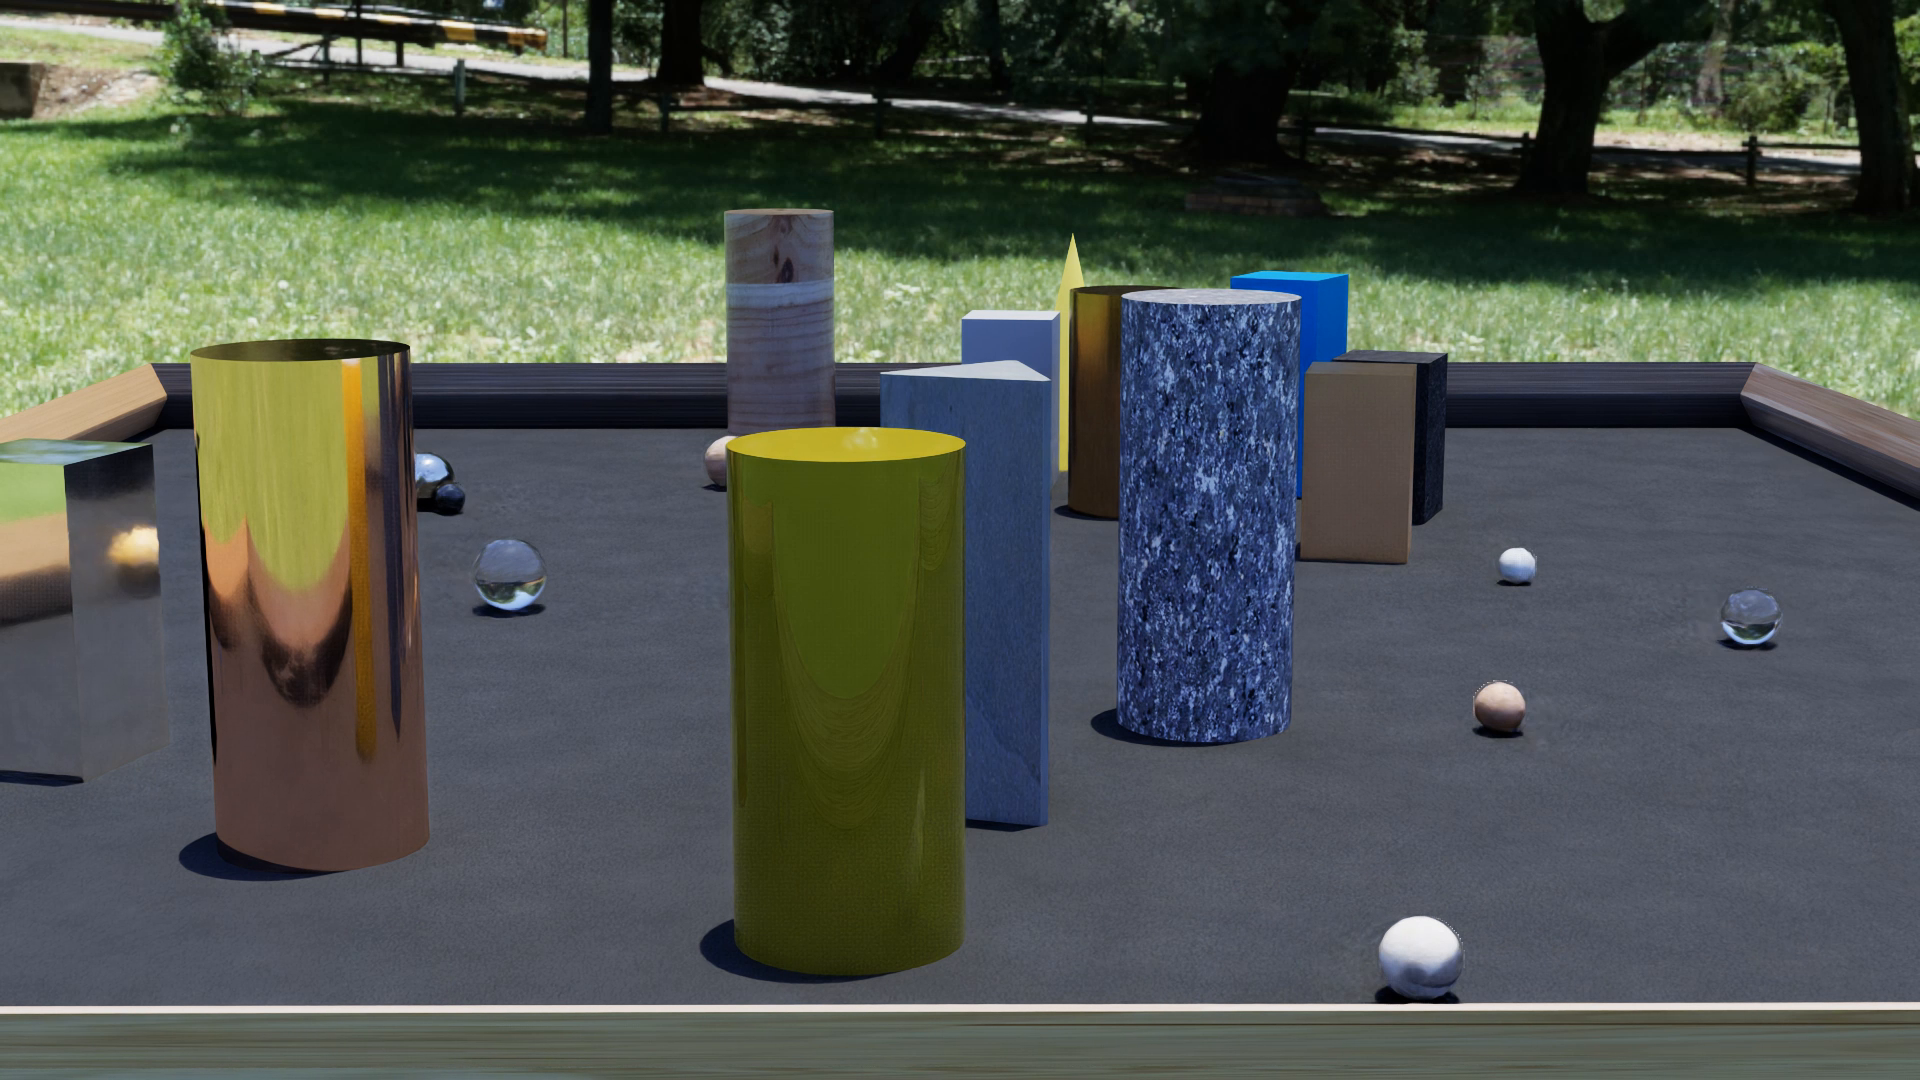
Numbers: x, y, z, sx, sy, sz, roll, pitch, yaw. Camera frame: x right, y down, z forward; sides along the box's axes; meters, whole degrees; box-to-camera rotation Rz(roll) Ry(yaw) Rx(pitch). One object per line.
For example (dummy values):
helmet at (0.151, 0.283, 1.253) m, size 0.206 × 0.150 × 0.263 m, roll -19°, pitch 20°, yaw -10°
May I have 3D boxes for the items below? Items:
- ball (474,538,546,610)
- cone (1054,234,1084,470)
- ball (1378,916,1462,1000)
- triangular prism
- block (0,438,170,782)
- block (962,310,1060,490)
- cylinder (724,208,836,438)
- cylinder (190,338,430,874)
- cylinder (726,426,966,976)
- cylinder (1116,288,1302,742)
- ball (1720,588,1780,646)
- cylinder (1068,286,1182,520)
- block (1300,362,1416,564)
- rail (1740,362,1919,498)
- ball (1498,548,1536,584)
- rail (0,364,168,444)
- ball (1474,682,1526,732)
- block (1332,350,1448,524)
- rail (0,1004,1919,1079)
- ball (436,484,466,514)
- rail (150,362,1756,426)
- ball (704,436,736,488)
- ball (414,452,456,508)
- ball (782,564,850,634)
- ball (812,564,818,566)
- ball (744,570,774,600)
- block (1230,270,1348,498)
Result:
ball at (-0.608, 0.046, 3.465) m, size 0.098 × 0.098 × 0.098 m, roll 0°, pitch 11°, yaw 0°
cone at (0.206, -0.351, 4.714) m, size 0.196 × 0.424 × 0.196 m, roll 0°, pitch 11°, yaw 0°
ball at (0.363, 0.330, 2.022) m, size 0.066 × 0.066 × 0.066 m, roll 0°, pitch 11°, yaw 0°
triangular prism at (0.028, 0.046, 2.544) m, size 0.170 × 0.434 × 0.147 m, roll 4°, pitch 11°, yaw 20°
block at (-0.954, 0.070, 2.700) m, size 0.157 × 0.330 × 0.157 m, roll 3°, pitch 11°, yaw 16°
block at (0.090, -0.249, 4.515) m, size 0.157 × 0.295 × 0.157 m, roll 1°, pitch 11°, yaw 7°
cylinder at (-0.323, -0.357, 4.623) m, size 0.196 × 0.467 × 0.196 m, roll 0°, pitch 11°, yaw 0°
cylinder at (-0.603, 0.056, 2.393) m, size 0.196 × 0.469 × 0.196 m, roll 0°, pitch 11°, yaw 0°
cylinder at (-0.093, 0.128, 2.136) m, size 0.196 × 0.421 × 0.196 m, roll 0°, pitch 11°, yaw 0°
cylinder at (0.274, -0.032, 2.846) m, size 0.196 × 0.476 × 0.196 m, roll 0°, pitch 11°, yaw 0°
ball at (1.004, 0.097, 3.258) m, size 0.073 × 0.073 × 0.073 m, roll 0°, pitch 11°, yaw 0°
cylinder at (0.277, -0.229, 4.222) m, size 0.196 × 0.363 × 0.196 m, roll 0°, pitch 11°, yaw 0°
block at (0.600, -0.119, 3.857) m, size 0.157 × 0.279 × 0.157 m, roll 2°, pitch 11°, yaw 12°
rail at (1.613, 0.031, 3.458) m, size 0.045 × 0.127 × 3.631 m, roll 0°, pitch 11°, yaw 0°
ball at (0.791, 0.037, 3.643) m, size 0.051 × 0.051 × 0.051 m, roll 0°, pitch 11°, yaw 0°
rail at (-1.613, 0.034, 3.440) m, size 0.045 × 0.127 × 3.631 m, roll 0°, pitch 11°, yaw 0°
ball at (0.596, 0.185, 2.832) m, size 0.055 × 0.055 × 0.055 m, roll 0°, pitch 11°, yaw 0°
block at (0.699, -0.171, 4.191) m, size 0.157 × 0.260 × 0.157 m, roll 4°, pitch 11°, yaw 21°
rail at (0.010, 0.359, 1.687) m, size 3.273 × 0.127 × 0.045 m, roll 0°, pitch 11°, yaw 0°
ball at (-0.837, -0.068, 4.217) m, size 0.048 × 0.048 × 0.048 m, roll 0°, pitch 11°, yaw 0°
rail at (-0.010, -0.294, 5.211) m, size 3.273 × 0.127 × 0.045 m, roll 0°, pitch 11°, yaw 0°
ball at (-0.400, -0.136, 4.469) m, size 0.089 × 0.089 × 0.089 m, roll 0°, pitch 11°, yaw 0°
ball at (-0.884, -0.099, 4.258) m, size 0.092 × 0.092 × 0.092 m, roll 0°, pitch 11°, yaw 0°
ball at (-0.187, 0.077, 3.323) m, size 0.089 × 0.089 × 0.089 m, roll 0°, pitch 11°, yaw 0°
ball at (-0.196, 0.064, 3.465) m, size 0.062 × 0.062 × 0.062 m, roll 0°, pitch 11°, yaw 0°
ball at (-0.276, 0.062, 3.533) m, size 0.042 × 0.042 × 0.042 m, roll 0°, pitch 11°, yaw 0°
block at (0.566, -0.272, 4.435) m, size 0.157 × 0.369 × 0.157 m, roll 5°, pitch 12°, yaw 27°
